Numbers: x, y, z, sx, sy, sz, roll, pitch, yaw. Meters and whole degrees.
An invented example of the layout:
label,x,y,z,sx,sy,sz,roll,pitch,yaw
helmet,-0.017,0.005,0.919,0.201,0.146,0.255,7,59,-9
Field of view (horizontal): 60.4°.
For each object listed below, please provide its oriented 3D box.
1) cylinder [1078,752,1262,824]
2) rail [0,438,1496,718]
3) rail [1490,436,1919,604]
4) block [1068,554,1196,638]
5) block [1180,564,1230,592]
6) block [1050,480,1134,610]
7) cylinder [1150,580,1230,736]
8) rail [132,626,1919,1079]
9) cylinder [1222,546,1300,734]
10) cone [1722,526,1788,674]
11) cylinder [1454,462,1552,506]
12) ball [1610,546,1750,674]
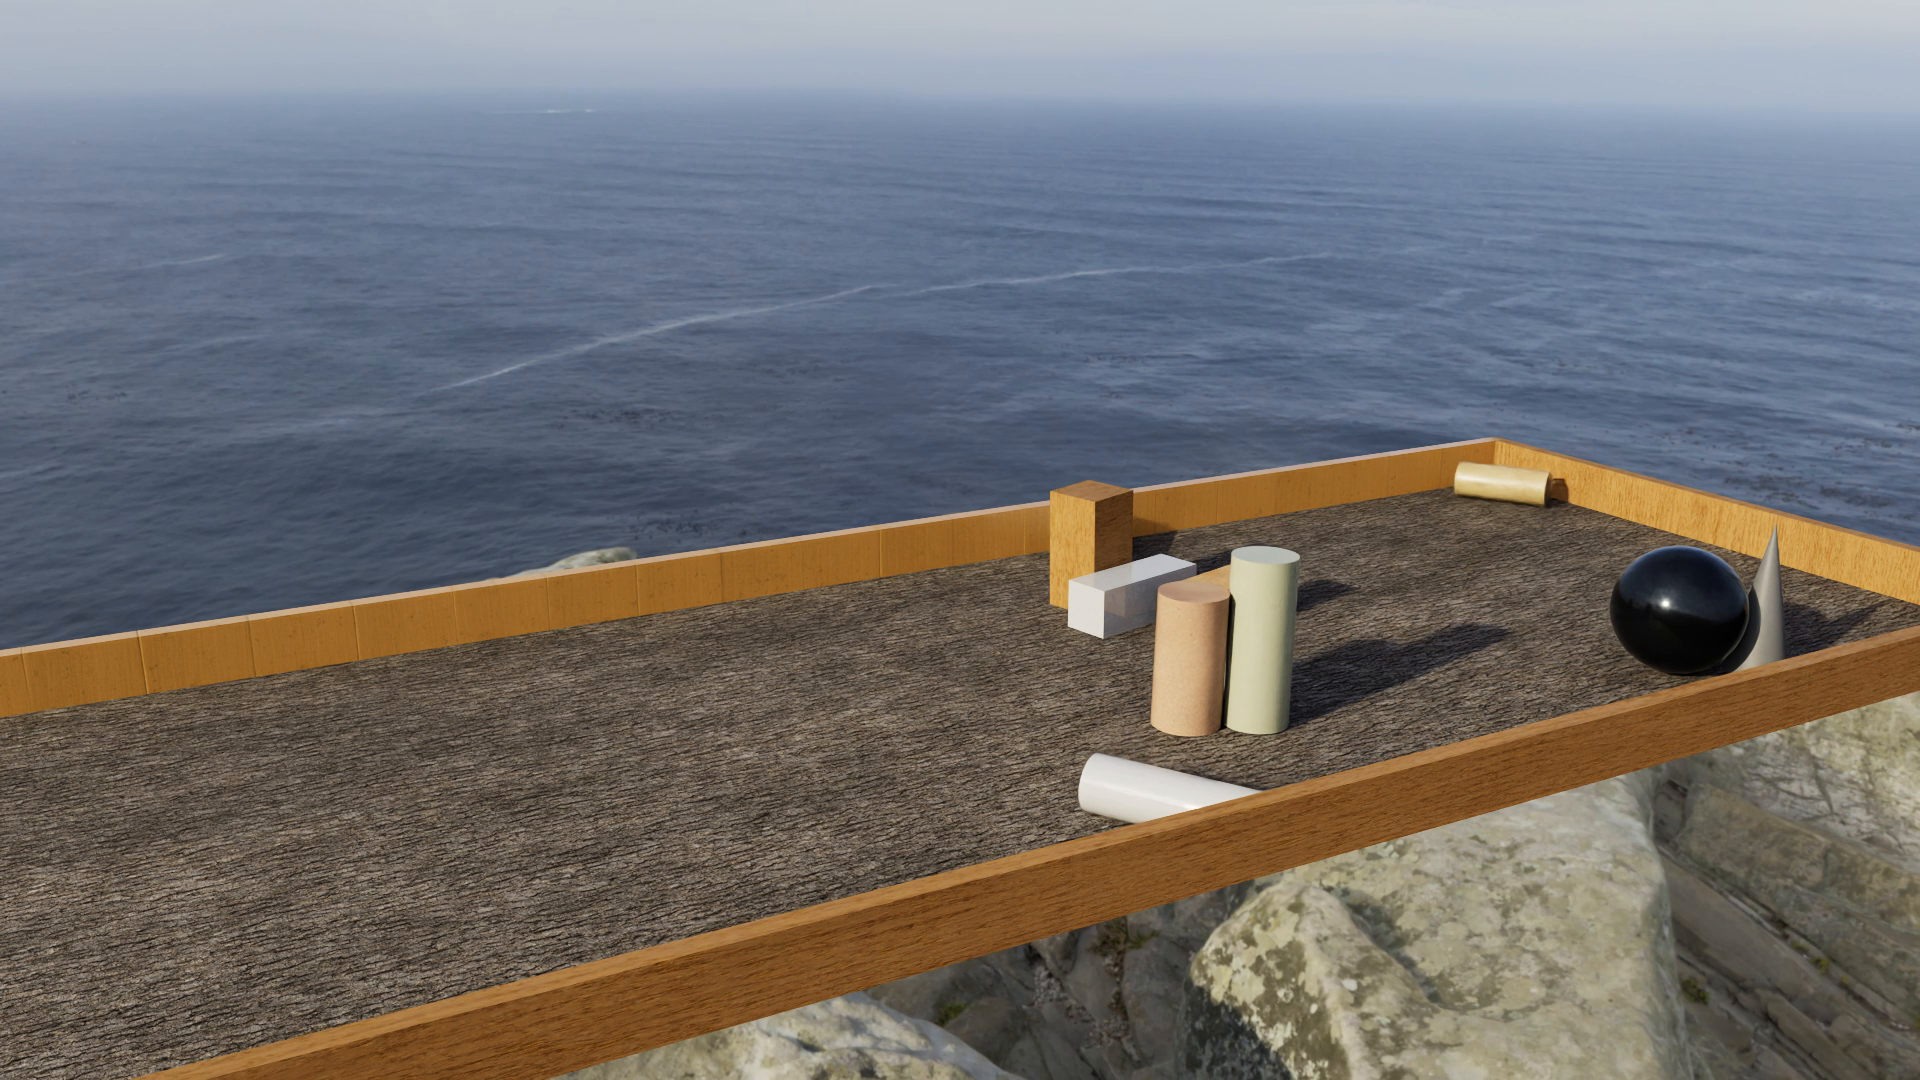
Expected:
label,x,y,z,sx,sy,sz,roll,pitch,yaw
cylinder,0.435,0.530,3.332,0.374,0.124,0.124,10,19,30
rail,-3.305,0.497,3.399,12.000,0.150,0.050,-9,18,-27
rail,2.466,-0.048,5.253,0.050,0.150,2.100,-9,18,-27
block,0.483,0.153,4.597,0.374,0.134,0.134,-14,21,-39
block,0.756,0.161,4.564,0.396,0.136,0.136,-15,22,-41
block,0.372,0.022,4.680,0.165,0.336,0.165,-17,23,-42
cylinder,0.535,0.275,3.839,0.165,0.324,0.165,1,16,0
rail,-2.336,1.006,1.665,12.000,0.150,0.050,-9,18,-27
cylinder,0.698,0.232,3.834,0.155,0.409,0.155,1,15,0
cone,2.033,0.145,4.163,0.158,0.394,0.158,0,16,0
cylinder,1.911,-0.197,5.809,0.308,0.122,0.122,9,19,29
ball,1.820,0.176,4.177,0.326,0.326,0.326,0,16,0
